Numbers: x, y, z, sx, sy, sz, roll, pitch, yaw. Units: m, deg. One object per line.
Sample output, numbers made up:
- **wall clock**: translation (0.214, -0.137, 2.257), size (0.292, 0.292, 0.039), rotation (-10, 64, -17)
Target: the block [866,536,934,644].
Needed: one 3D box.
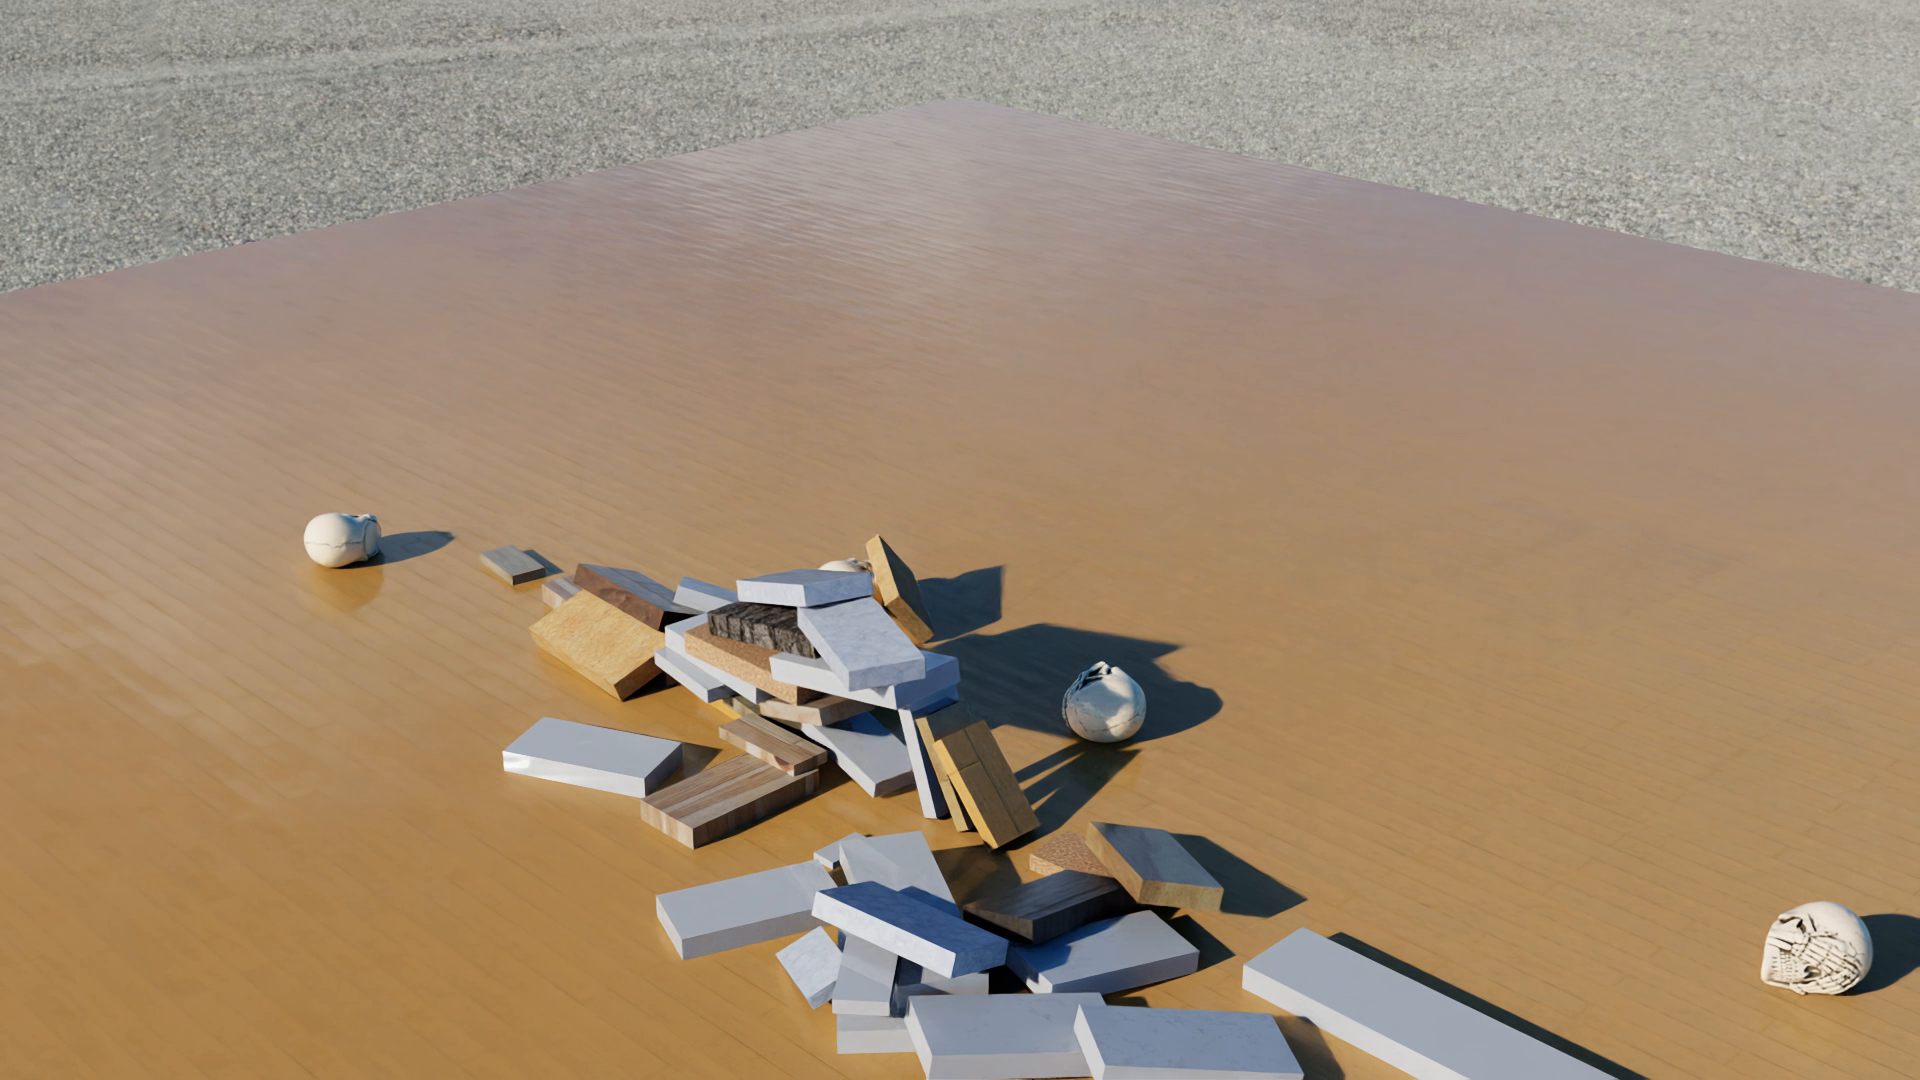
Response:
- **block**: translation (-0.145, 0.117, 5.262), size (0.041, 0.145, 0.291), rotation (-36, 31, 9)

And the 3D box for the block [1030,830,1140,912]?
- **block**: translation (0.264, 0.634, 4.222), size (0.239, 0.034, 0.120), rotation (19, 29, 37)

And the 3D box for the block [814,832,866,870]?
- **block**: translation (-0.226, 0.608, 4.307), size (0.056, 0.016, 0.112), rotation (21, 31, 40)

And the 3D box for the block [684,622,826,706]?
- **block**: translation (-0.408, 0.247, 4.718), size (0.354, 0.050, 0.177), rotation (21, 31, 38)

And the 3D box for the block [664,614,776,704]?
- **block**: translation (-0.478, 0.249, 4.833), size (0.175, 0.050, 0.350), rotation (-18, 30, -36)

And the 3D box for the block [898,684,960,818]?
- **block**: translation (-0.043, 0.416, 4.449), size (0.131, 0.262, 0.037), rotation (-21, 12, -41)

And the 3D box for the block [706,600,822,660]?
- **block**: translation (-0.357, 0.176, 4.671), size (0.177, 0.050, 0.354), rotation (-21, 21, -40)

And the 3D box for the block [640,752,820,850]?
- **block**: translation (-0.466, 0.518, 4.478), size (0.166, 0.047, 0.333), rotation (21, 31, 40)

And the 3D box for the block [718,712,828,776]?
- **block**: translation (-0.392, 0.427, 4.601), size (0.091, 0.026, 0.240), rotation (-21, 31, -41)

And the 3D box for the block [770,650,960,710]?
- **block**: translation (-0.196, 0.263, 4.477), size (0.177, 0.050, 0.379), rotation (-22, 21, -41)

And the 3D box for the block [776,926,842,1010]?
- **block**: translation (-0.252, 0.752, 3.875), size (0.095, 0.027, 0.191), rotation (-31, 22, -12)

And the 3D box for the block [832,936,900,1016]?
- **block**: translation (-0.157, 0.741, 3.746), size (0.095, 0.027, 0.191), rotation (2, 23, 4)

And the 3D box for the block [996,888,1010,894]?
- **block**: translation (0.088, 0.699, 4.051), size (0.056, 0.016, 0.240), rotation (1, 15, 5)

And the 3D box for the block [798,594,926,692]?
- **block**: translation (-0.200, 0.203, 4.409), size (0.159, 0.045, 0.319), rotation (-9, 25, -20)

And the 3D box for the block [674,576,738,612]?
- **block**: translation (-0.523, 0.158, 5.179), size (0.291, 0.041, 0.145), rotation (17, 7, -4)

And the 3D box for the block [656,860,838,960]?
- **block**: translation (-0.386, 0.685, 4.088), size (0.320, 0.045, 0.160), rotation (-10, 25, -22)

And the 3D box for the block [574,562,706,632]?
- **block**: translation (-0.735, 0.141, 5.160), size (0.175, 0.050, 0.350), rotation (10, 10, -46)

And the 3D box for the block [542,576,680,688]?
- **block**: translation (-0.777, 0.201, 5.227), size (0.167, 0.047, 0.593), rotation (-17, 28, -34)

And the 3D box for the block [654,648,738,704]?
- **block**: translation (-0.566, 0.286, 4.847), size (0.114, 0.032, 0.228), rotation (-17, 30, -33)

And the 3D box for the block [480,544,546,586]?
- **block**: translation (-1.134, 0.063, 5.579), size (0.091, 0.026, 0.182), rotation (-16, 28, -33)

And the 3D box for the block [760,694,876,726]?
- **block**: translation (-0.304, 0.346, 4.643), size (0.131, 0.037, 0.262), rotation (-16, 10, -32)

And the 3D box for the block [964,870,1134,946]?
- **block**: translation (0.165, 0.667, 4.011), size (0.156, 0.044, 0.312), rotation (5, 8, 39)

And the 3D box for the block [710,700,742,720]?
- **block**: translation (-0.475, 0.355, 4.883), size (0.114, 0.032, 0.228), rotation (-17, 28, -35)

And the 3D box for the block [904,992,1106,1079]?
- **block**: translation (0.095, 0.829, 3.679), size (0.343, 0.049, 0.171), rotation (3, 22, -17)

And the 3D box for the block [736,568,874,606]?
- **block**: translation (-0.330, 0.100, 4.646), size (0.159, 0.045, 0.319), rotation (-10, 6, -30)

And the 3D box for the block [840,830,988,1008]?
- **block**: translation (-0.090, 0.679, 3.986), size (0.160, 0.045, 0.494), rotation (-6, 24, -13)

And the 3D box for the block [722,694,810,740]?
- **block**: translation (-0.399, 0.371, 4.769), size (0.114, 0.032, 0.228), rotation (-21, 38, -39)

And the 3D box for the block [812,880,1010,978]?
- **block**: translation (-0.087, 0.674, 3.823), size (0.312, 0.044, 0.156), rotation (17, 10, 35)

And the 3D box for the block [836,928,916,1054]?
- **block**: translation (-0.134, 0.783, 3.857), size (0.160, 0.045, 0.320), rotation (-1, 23, -2)

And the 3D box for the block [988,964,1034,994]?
- **block**: translation (0.103, 0.779, 3.890), size (0.095, 0.027, 0.191), rotation (-11, 25, -25)

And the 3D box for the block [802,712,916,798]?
- **block**: translation (-0.203, 0.433, 4.600), size (0.131, 0.037, 0.262), rotation (-17, 39, -35)

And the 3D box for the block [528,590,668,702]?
- **block**: translation (-0.820, 0.235, 5.065), size (0.175, 0.050, 0.389), rotation (-37, 38, -24)

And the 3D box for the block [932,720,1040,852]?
- **block**: translation (0.053, 0.486, 4.360), size (0.120, 0.239, 0.034), rotation (-21, -12, -40)

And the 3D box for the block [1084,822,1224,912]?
- **block**: translation (0.361, 0.611, 4.132), size (0.159, 0.045, 0.319), rotation (9, 10, -16)

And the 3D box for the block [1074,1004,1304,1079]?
- **block**: translation (0.375, 0.844, 3.629), size (0.343, 0.049, 0.171), rotation (6, 21, -14)

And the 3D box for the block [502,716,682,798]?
- **block**: translation (-0.771, 0.456, 4.626), size (0.333, 0.047, 0.167), rotation (8, 24, 19)

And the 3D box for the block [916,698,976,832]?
- **block**: translation (0.006, 0.450, 4.412), size (0.120, 0.239, 0.034), rotation (-21, 1, -41)

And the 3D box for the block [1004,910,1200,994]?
- **block**: translation (0.252, 0.742, 3.913), size (0.312, 0.044, 0.156), rotation (-6, 23, -30)

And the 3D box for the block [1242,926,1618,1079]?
- **block**: translation (0.807, 0.843, 3.711), size (0.699, 0.049, 0.171), rotation (21, 31, 41)
